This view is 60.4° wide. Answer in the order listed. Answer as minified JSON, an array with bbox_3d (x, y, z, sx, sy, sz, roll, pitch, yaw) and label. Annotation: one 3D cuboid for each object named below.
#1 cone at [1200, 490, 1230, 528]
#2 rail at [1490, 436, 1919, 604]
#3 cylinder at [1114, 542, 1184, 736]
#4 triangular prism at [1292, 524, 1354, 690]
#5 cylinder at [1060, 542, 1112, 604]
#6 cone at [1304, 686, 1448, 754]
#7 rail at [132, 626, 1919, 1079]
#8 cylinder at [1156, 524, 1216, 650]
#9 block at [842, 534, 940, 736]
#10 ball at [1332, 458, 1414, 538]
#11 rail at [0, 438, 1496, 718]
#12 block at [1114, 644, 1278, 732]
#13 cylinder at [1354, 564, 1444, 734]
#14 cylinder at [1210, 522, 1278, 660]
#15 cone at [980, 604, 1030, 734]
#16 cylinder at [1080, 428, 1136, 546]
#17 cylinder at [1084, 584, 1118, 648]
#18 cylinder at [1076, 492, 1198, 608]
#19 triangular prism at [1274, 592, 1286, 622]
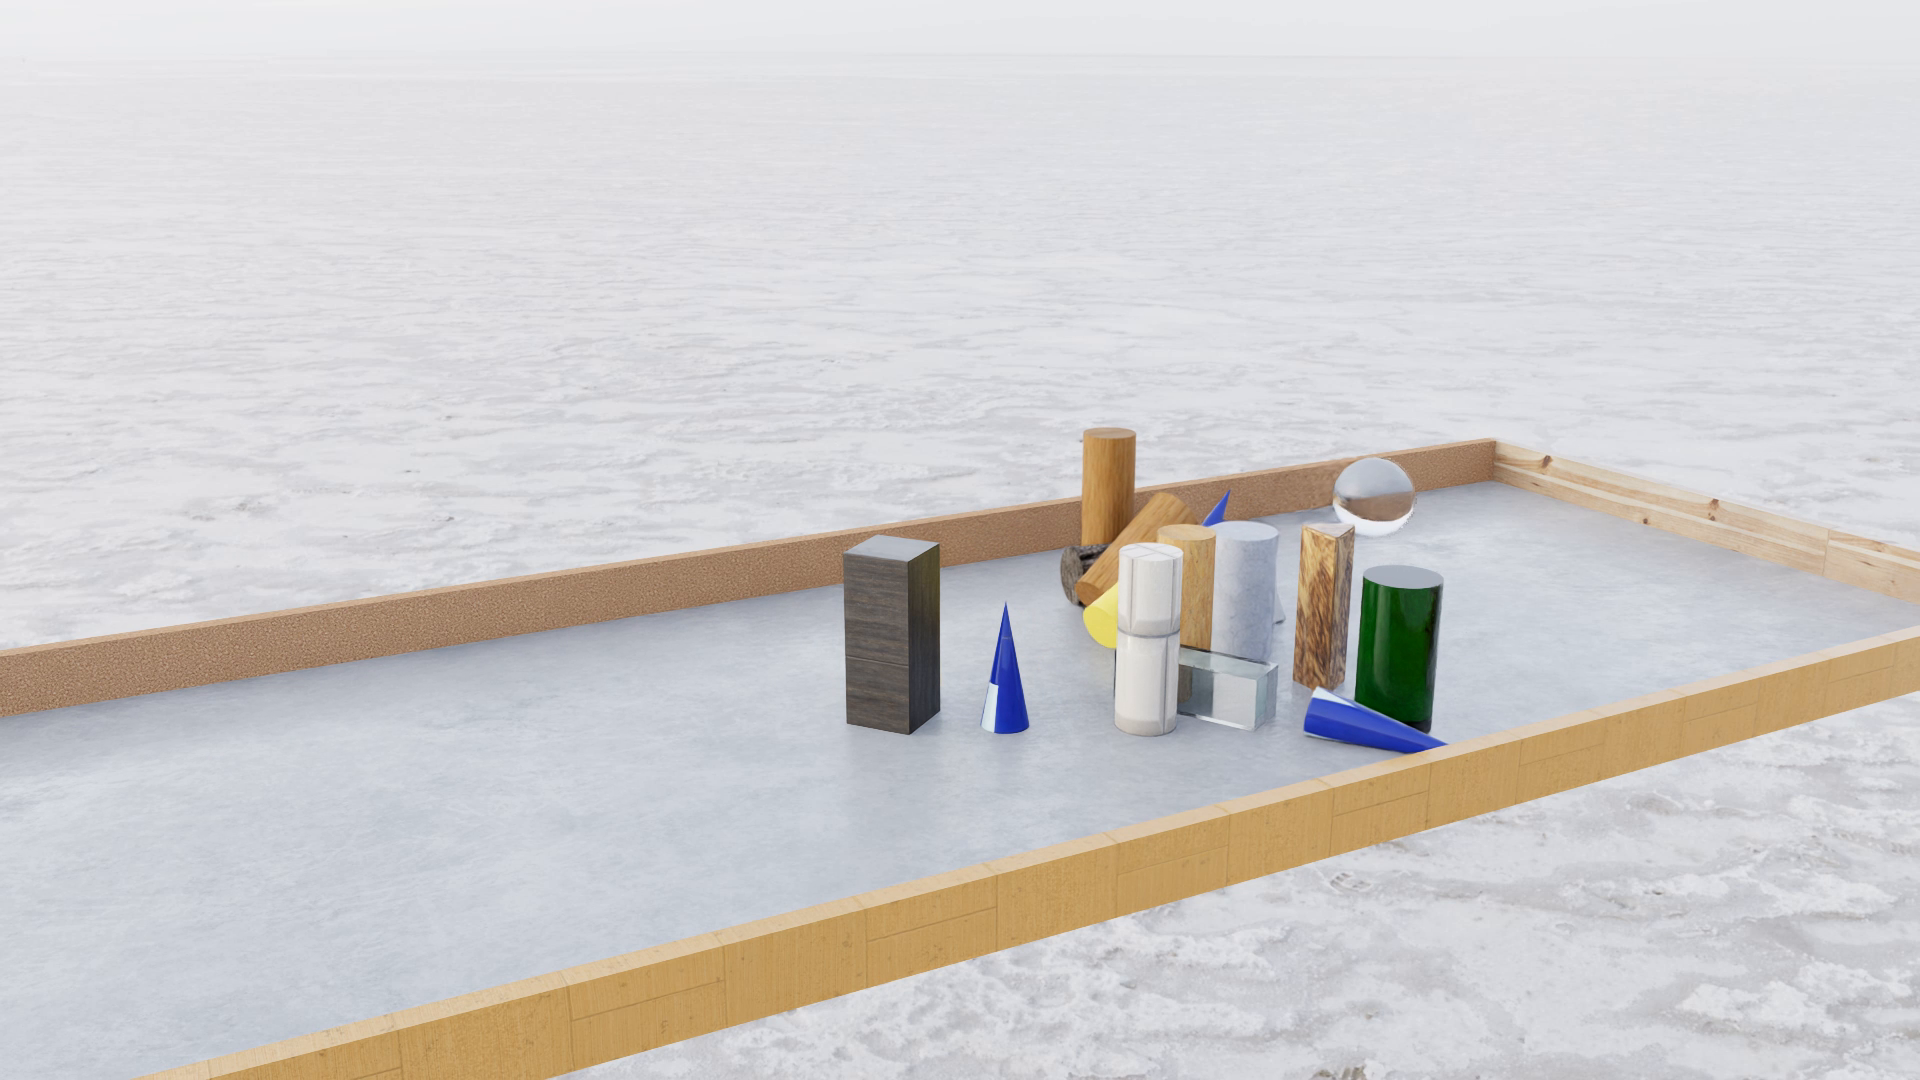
[{"bbox_3d":[0.692,0.004,4.680,0.154,0.354,0.154,27,-11,6],"label":"cone"},{"bbox_3d":[2.466,-0.048,5.253,0.050,0.150,2.100,-9,18,-27],"label":"rail"},{"bbox_3d":[0.436,0.231,3.817,0.145,0.425,0.145,0,16,0],"label":"cylinder"},{"bbox_3d":[0.886,0.164,4.074,0.111,0.407,0.128,10,19,30],"label":"triangular prism"},{"bbox_3d":[0.480,0.086,4.773,0.342,0.164,0.164,-6,17,-20],"label":"cylinder"},{"bbox_3d":[1.010,0.450,3.720,0.447,0.118,0.118,16,22,24],"label":"cone"},{"bbox_3d":[-2.336,1.006,1.665,12.000,0.150,0.050,-9,18,-27],"label":"rail"},{"bbox_3d":[0.555,0.168,4.094,0.144,0.389,0.144,0,16,0],"label":"cylinder"},{"bbox_3d":[-0.157,0.220,3.862,0.165,0.420,0.165,8,18,24],"label":"block"},{"bbox_3d":[1.343,-0.138,5.364,0.259,0.259,0.259,0,16,0],"label":"ball"},{"bbox_3d":[-3.305,0.497,3.399,12.000,0.150,0.050,-9,18,-27],"label":"rail"},{"bbox_3d":[0.564,0.341,3.968,0.370,0.127,0.127,10,19,32],"label":"block"},{"bbox_3d":[1.015,0.259,3.828,0.180,0.365,0.180,0,16,0],"label":"cylinder"},{"bbox_3d":[0.733,0.134,4.309,0.176,0.331,0.176,0,17,0],"label":"cylinder"},{"bbox_3d":[0.105,0.286,3.836,0.116,0.308,0.116,0,16,0],"label":"cone"},{"bbox_3d":[0.437,-0.096,4.880,0.155,0.452,0.155,0,16,0],"label":"cylinder"},{"bbox_3d":[0.512,0.131,4.452,0.394,0.132,0.132,-36,34,-31],"label":"cylinder"},{"bbox_3d":[0.495,0.046,4.615,0.154,0.154,0.369,18,56,46],"label":"cylinder"},{"bbox_3d":[0.730,0.166,4.537,0.320,0.135,0.155,-12,20,-34],"label":"triangular prism"}]
